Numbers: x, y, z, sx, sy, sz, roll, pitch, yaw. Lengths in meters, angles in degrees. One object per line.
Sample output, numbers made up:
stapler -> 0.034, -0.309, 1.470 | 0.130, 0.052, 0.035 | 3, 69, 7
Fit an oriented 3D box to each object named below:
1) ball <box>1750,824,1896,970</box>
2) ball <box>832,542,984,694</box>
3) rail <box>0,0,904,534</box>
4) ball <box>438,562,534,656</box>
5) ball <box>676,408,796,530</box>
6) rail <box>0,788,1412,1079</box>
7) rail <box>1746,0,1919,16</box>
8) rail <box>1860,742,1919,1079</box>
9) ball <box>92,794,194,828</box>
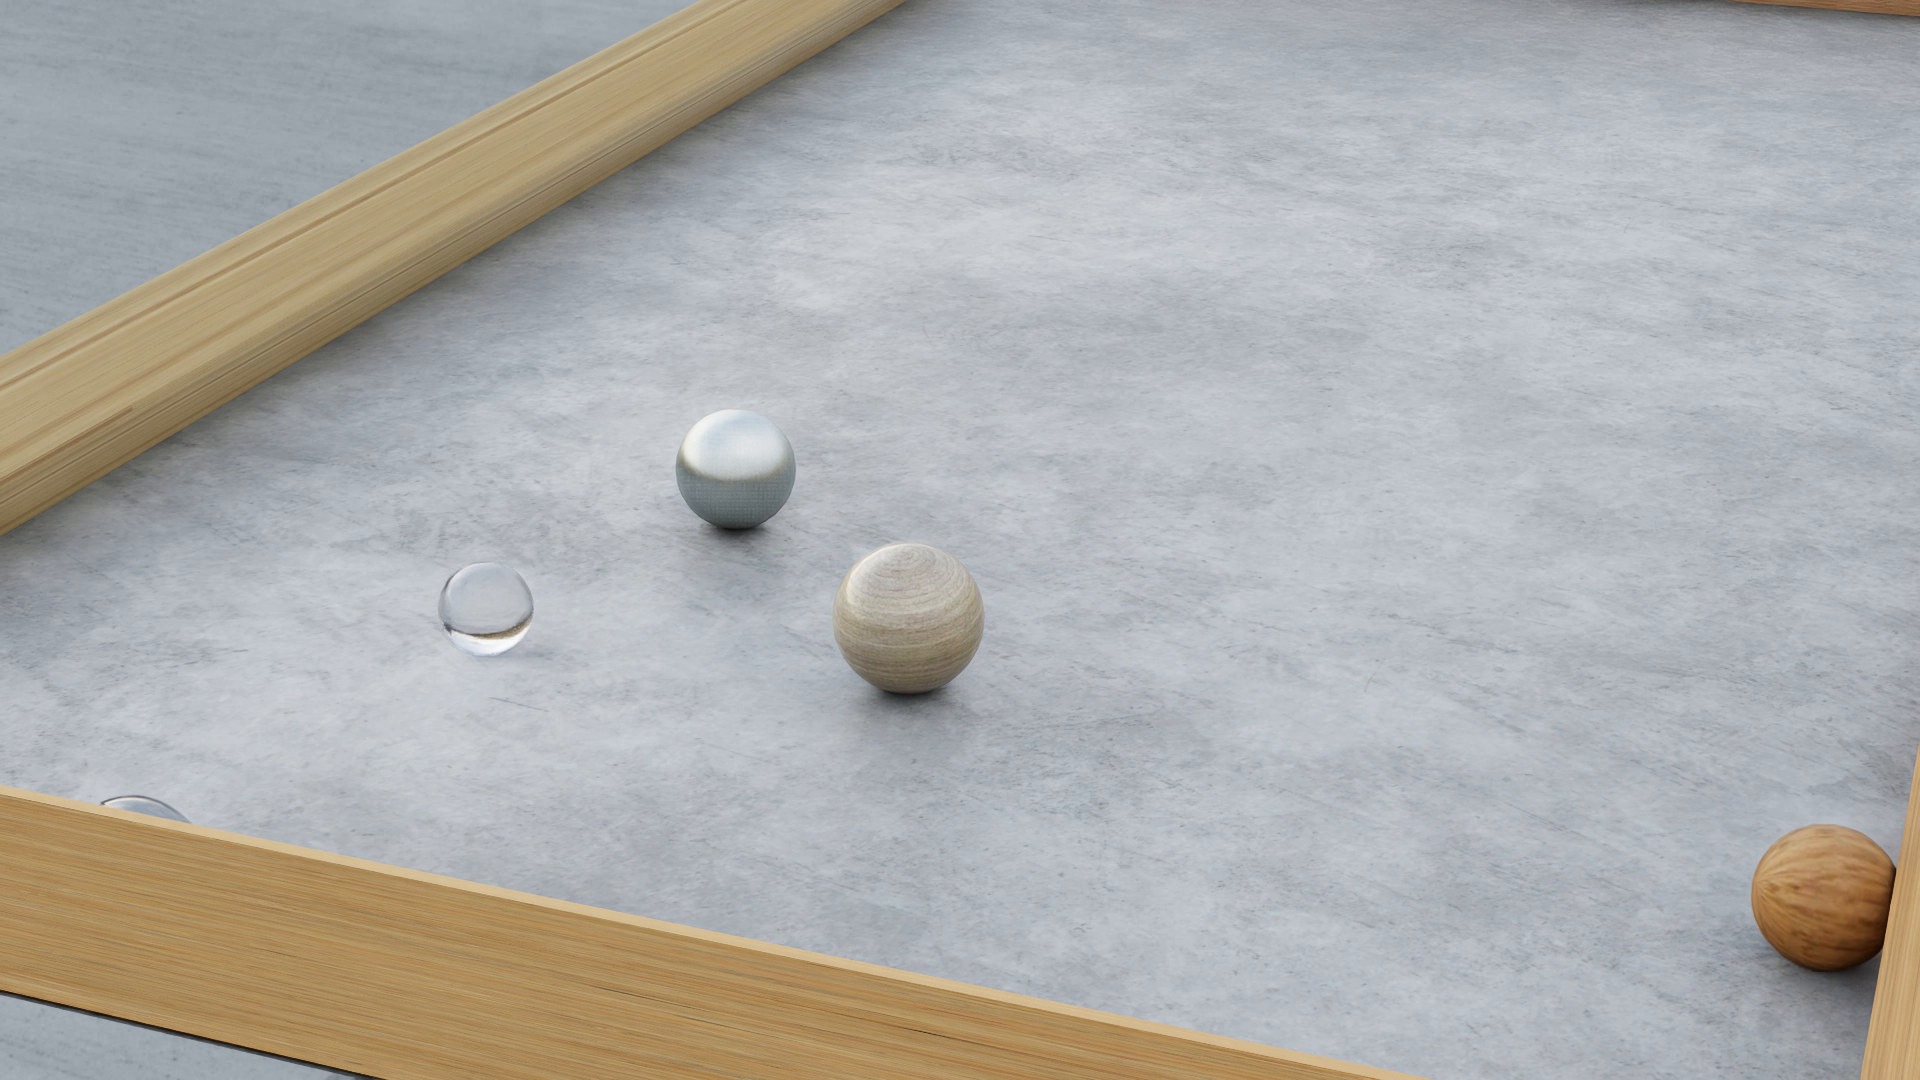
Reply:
ball -> 0.453, 0.186, 1.537 | 0.076, 0.076, 0.076 | 0, 24, 0
ball -> -0.032, 0.048, 1.828 | 0.095, 0.095, 0.095 | 0, 24, 0
rail -> -0.373, -0.353, 2.702 | 0.045, 0.123, 2.552 | 9, 25, 19
ball -> -0.303, 0.044, 1.880 | 0.061, 0.061, 0.061 | 0, 24, 0
ball -> -0.157, -0.050, 2.063 | 0.085, 0.085, 0.085 | 0, 24, 0
rail -> -0.218, 0.210, 1.422 | 1.330, 0.123, 0.045 | 9, 25, 19
rail -> 0.672, -0.733, 3.565 | 1.330, 0.123, 0.045 | 9, 25, 19
rail -> 0.826, -0.169, 2.285 | 0.045, 0.123, 2.552 | 9, 25, 19
ball -> -0.441, 0.174, 1.563 | 0.077, 0.077, 0.077 | 0, 24, 0
